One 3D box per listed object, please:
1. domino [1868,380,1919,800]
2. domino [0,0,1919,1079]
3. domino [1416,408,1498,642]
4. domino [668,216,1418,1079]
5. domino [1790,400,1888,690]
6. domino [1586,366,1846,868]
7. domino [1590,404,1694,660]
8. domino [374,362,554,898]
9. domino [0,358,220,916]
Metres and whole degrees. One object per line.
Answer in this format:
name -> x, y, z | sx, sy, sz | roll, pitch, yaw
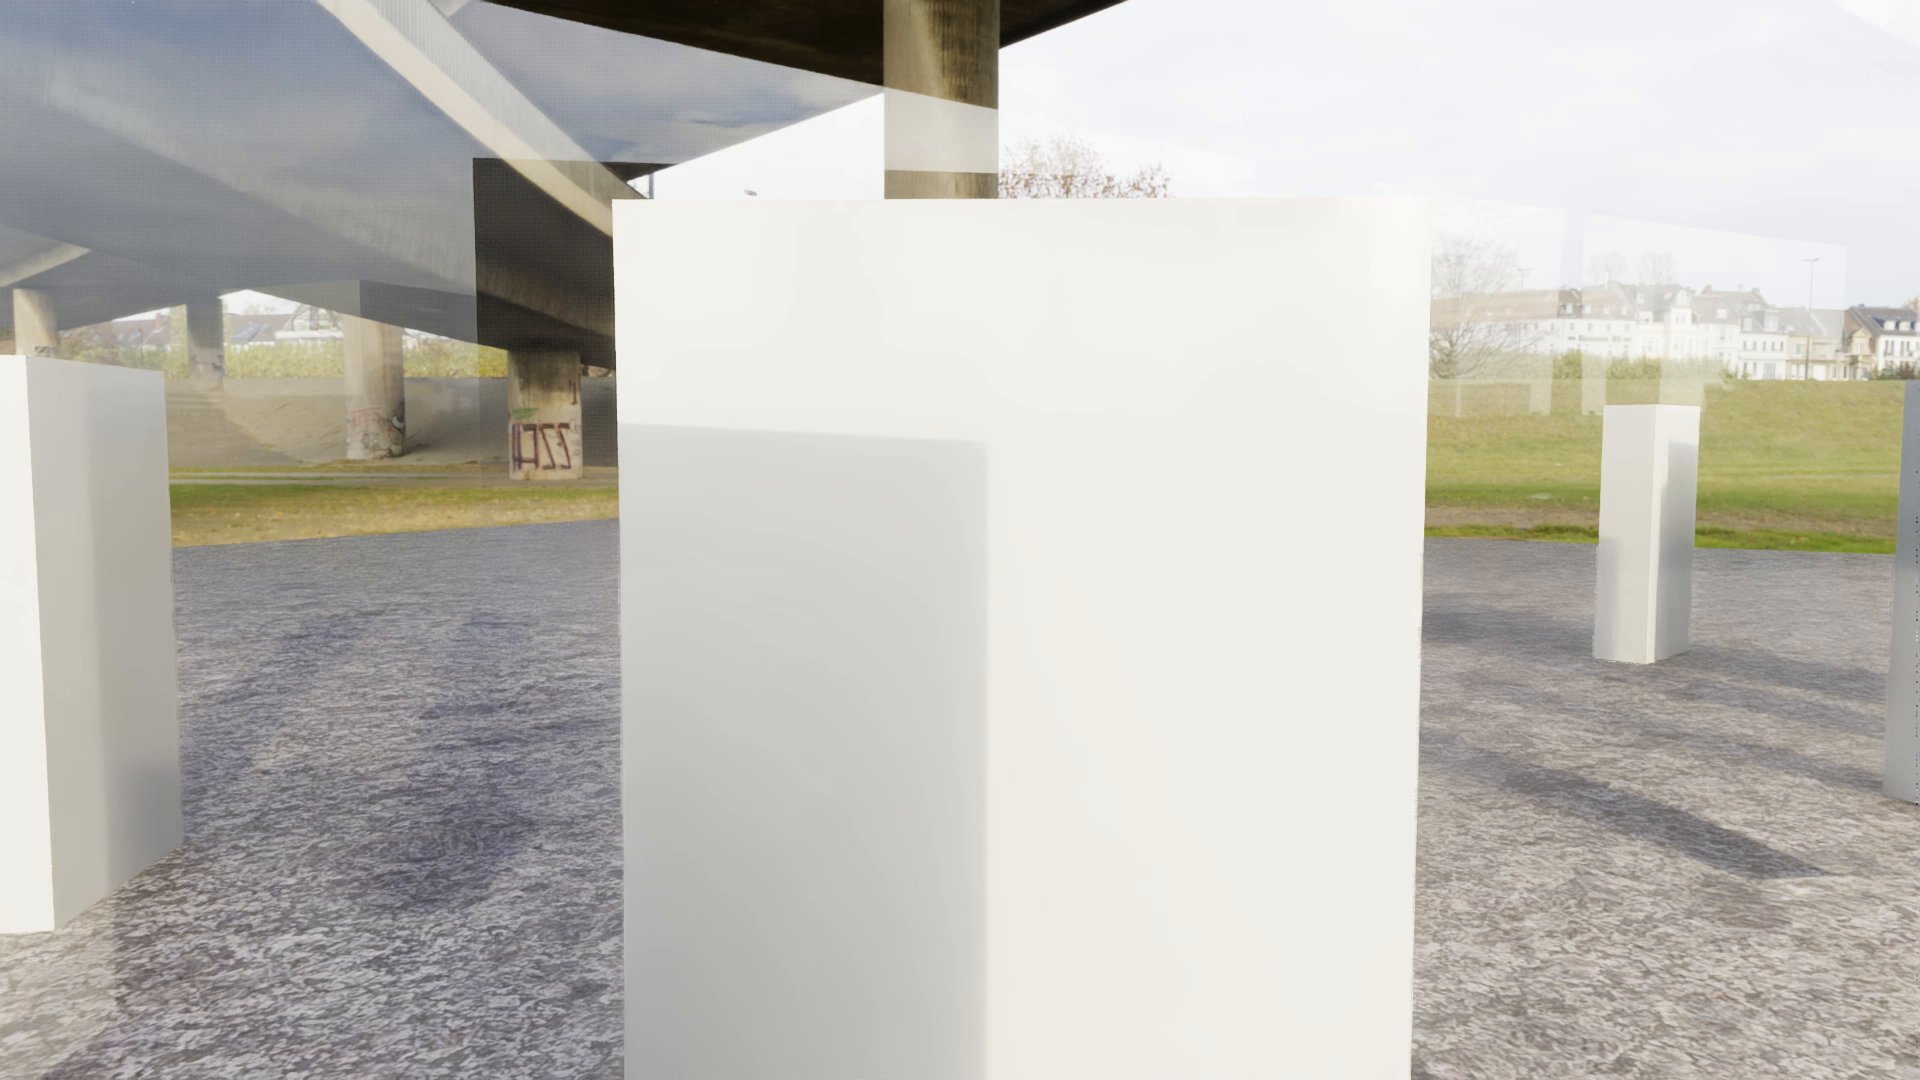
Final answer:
domino -> 0.121, 0.007, 0.147 | 0.010, 0.050, 0.025 | -1, 4, -15
domino -> -0.002, 0.017, 0.013 | 0.025, 0.050, 0.009 | 1, 4, 13
domino -> 0.111, -0.004, 0.286 | 0.010, 0.050, 0.025 | 3, 5, 36
domino -> 0.003, 0.014, 0.049 | 0.025, 0.050, 0.009 | 0, 4, 2
domino -> 0.162, 0.000, 0.230 | 0.025, 0.050, 0.009 | -2, 5, -27
domino -> 0.081, 0.007, 0.140 | 0.009, 0.050, 0.025 | -1, 4, -7
domino -> 0.139, -0.002, 0.262 | 0.025, 0.050, 0.010 | -4, 6, -43
domino -> -0.050, 0.008, 0.132 | 0.009, 0.050, 0.025 | 0, 4, -5
domino -> -0.085, 0.008, 0.127 | 0.010, 0.050, 0.025 | -1, 4, -9
